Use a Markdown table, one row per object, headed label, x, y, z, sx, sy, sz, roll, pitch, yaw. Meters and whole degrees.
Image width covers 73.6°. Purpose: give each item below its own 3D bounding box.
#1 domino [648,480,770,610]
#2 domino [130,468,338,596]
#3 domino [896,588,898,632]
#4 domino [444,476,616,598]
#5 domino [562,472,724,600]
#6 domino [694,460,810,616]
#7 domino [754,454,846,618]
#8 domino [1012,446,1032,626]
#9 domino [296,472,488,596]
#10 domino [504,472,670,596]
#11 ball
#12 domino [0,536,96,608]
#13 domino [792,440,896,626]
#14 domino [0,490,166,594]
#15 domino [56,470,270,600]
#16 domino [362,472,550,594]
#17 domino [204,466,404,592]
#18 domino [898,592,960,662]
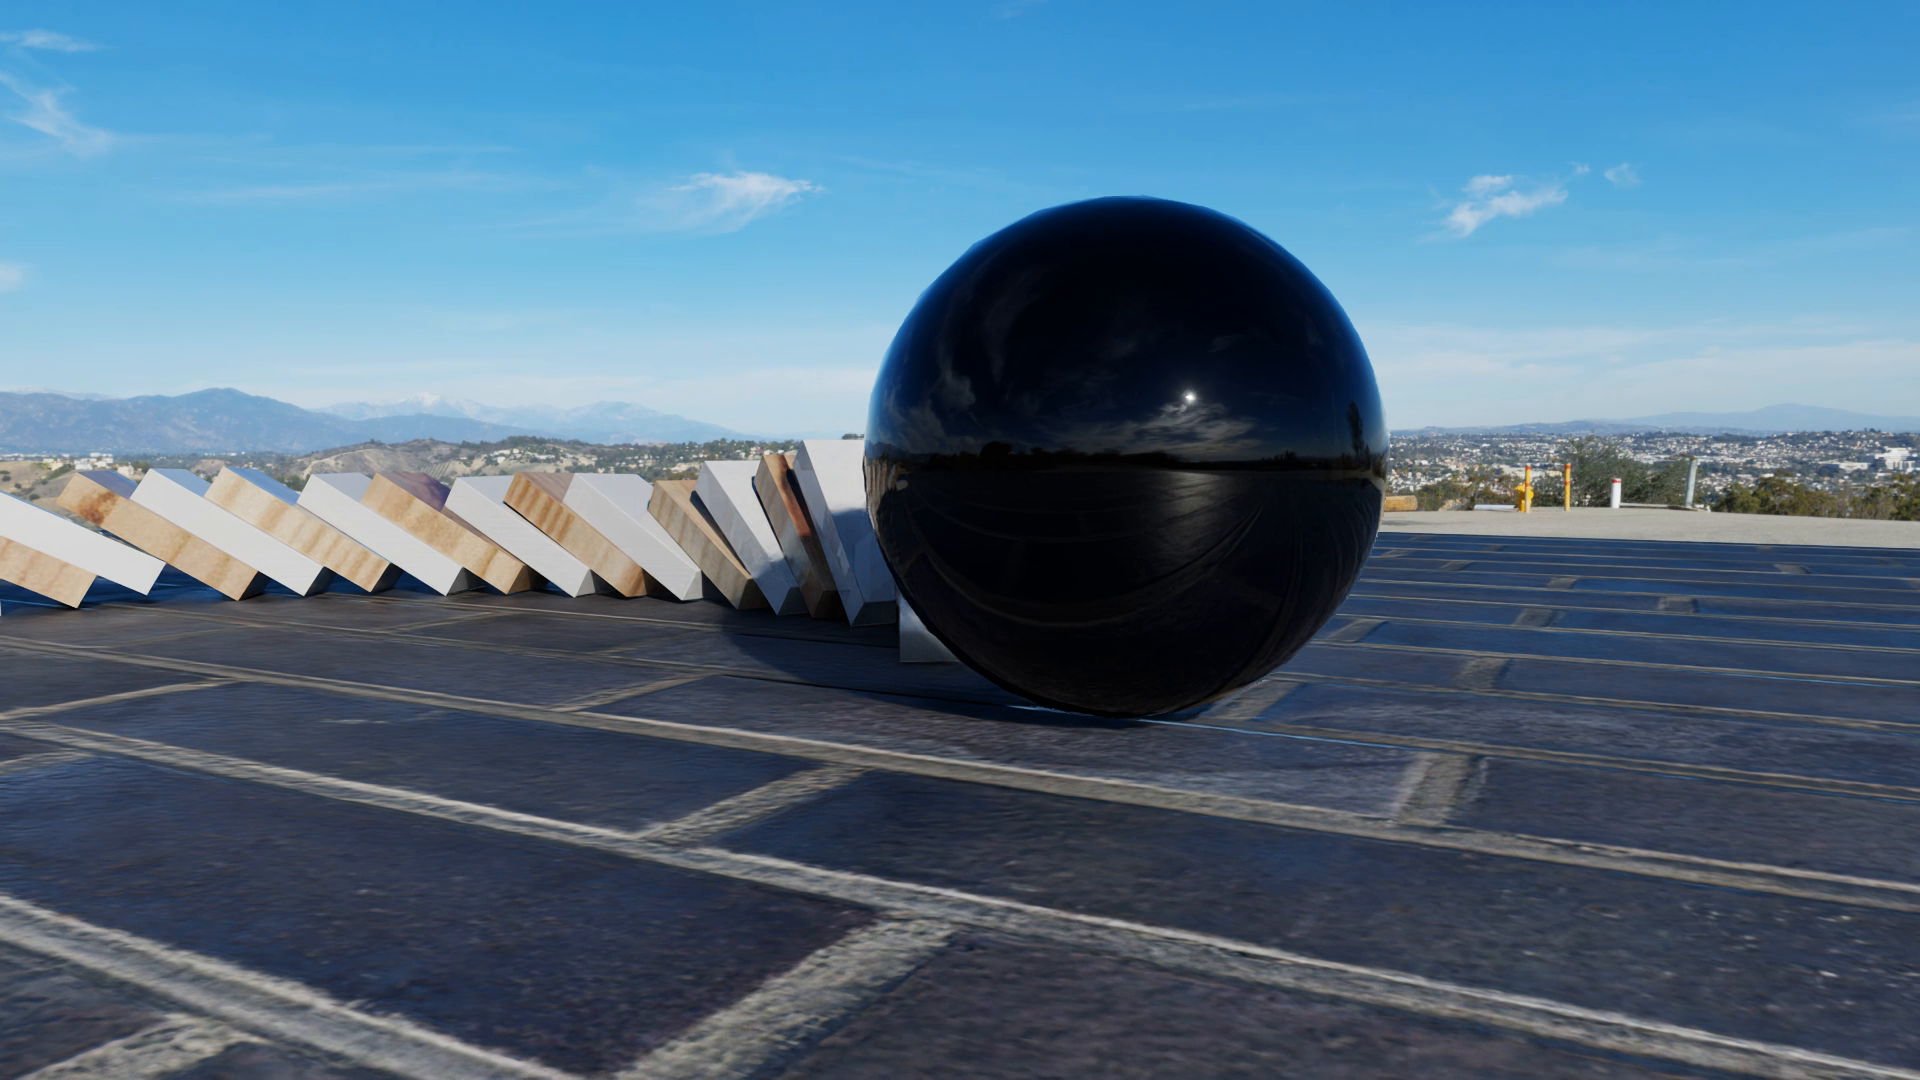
| label | x | y | z | sx | sy | sz | roll | pitch | yaw |
| --- | --- | --- | --- | --- | --- | --- | --- | --- | --- |
| domino | -0.062 | 0.000 | 0.350 | 0.025 | 0.009 | 0.050 | -4 | 35 | -44 |
| domino | -0.201 | -0.002 | 0.360 | 0.050 | 0.009 | 0.025 | 33 | -4 | -12 |
| domino | -0.003 | -0.001 | 0.305 | 0.025 | 0.010 | 0.050 | 0 | 49 | -4 |
| domino | -0.121 | -0.002 | 0.372 | 0.050 | 0.009 | 0.025 | 32 | 14 | 14 |
| domino | -0.085 | -0.002 | 0.360 | 0.050 | 0.009 | 0.025 | 35 | 17 | 22 |
| domino | -0.047 | -0.002 | 0.338 | 0.025 | 0.010 | 0.050 | -4 | 43 | -41 |
| domino | -0.033 | -0.002 | 0.328 | 0.025 | 0.010 | 0.050 | -1 | 44 | -31 |
| domino | 0.001 | 0.001 | 0.278 | 0.025 | 0.009 | 0.050 | 0 | 49 | -3 |
| domino | -0.162 | -0.002 | 0.372 | 0.050 | 0.009 | 0.025 | 31 | 6 | 2 |
| domino | -0.103 | -0.002 | 0.367 | 0.050 | 0.009 | 0.025 | 34 | 14 | 18 |
| ball | 0.025 | -0.013 | 0.200 | 0.080 | 0.080 | 0.080 | 0 | 4 | 0 |
| domino | -0.249 | 0.001 | 0.326 | 0.050 | 0.010 | 0.025 | 32 | -16 | -31 |
| domino | -0.021 | -0.003 | 0.315 | 0.025 | 0.050 | 0.009 | -3 | -37 | -31 |
| domino | -0.237 | -0.001 | 0.337 | 0.050 | 0.010 | 0.025 | 31 | -15 | -28 |
| domino | -0.217 | -0.002 | 0.354 | 0.050 | 0.010 | 0.025 | 33 | -4 | -15 |
| domino | -0.144 | -0.003 | 0.372 | 0.050 | 0.009 | 0.025 | 32 | 6 | 4 |
| domino | -0.185 | -0.003 | 0.366 | 0.050 | 0.009 | 0.025 | 33 | -4 | -9 |
| domino | 0.000 | 0.002 | 0.264 | 0.025 | 0.009 | 0.050 | 0 | 49 | -3 |
